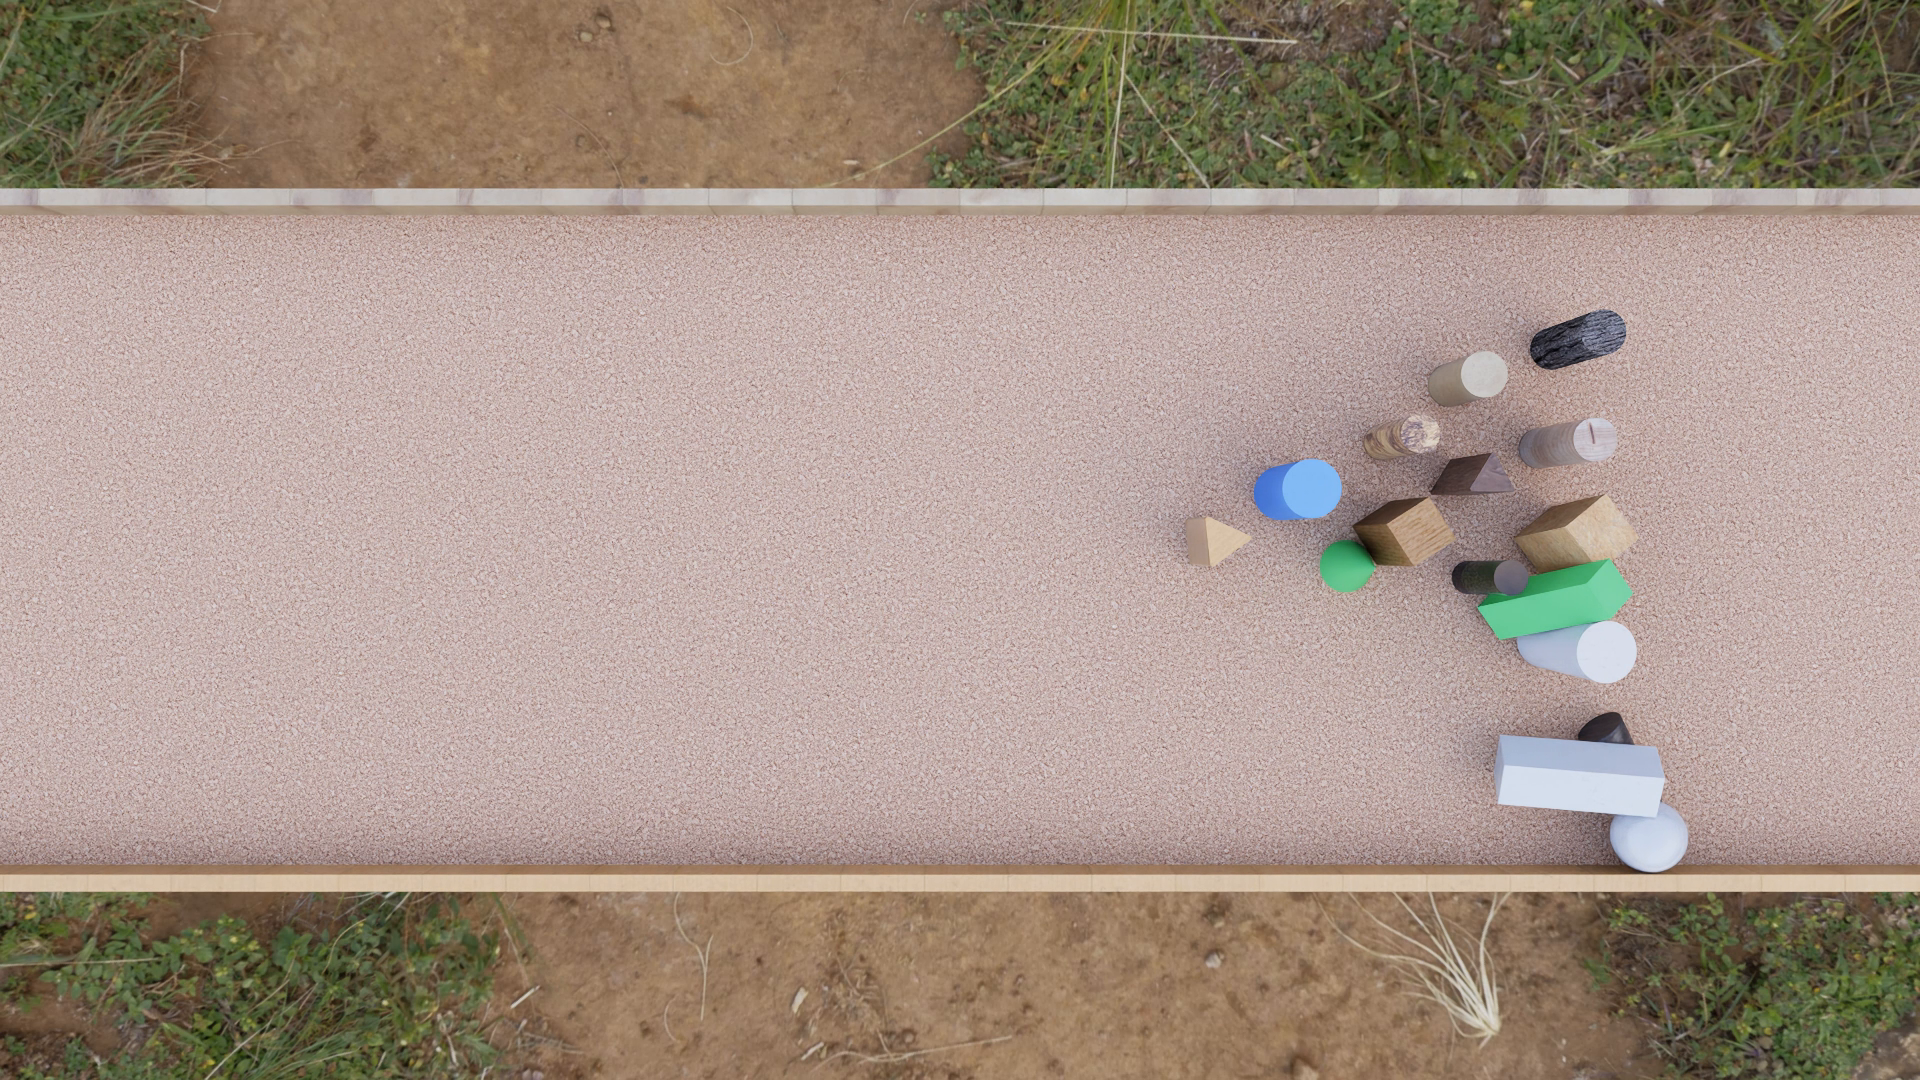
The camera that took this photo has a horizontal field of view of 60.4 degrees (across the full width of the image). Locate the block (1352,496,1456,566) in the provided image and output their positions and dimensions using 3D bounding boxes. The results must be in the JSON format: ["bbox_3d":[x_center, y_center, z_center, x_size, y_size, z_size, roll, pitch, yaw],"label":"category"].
[{"bbox_3d":[1.306,-0.023,4.872,0.143,0.408,0.143,-33,90,0],"label":"block"}]

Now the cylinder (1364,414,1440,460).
[{"bbox_3d":[1.297,-0.300,4.861,0.110,0.432,0.110,0,90,0],"label":"cylinder"}]

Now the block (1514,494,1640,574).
[{"bbox_3d":[1.827,-0.006,4.902,0.161,0.327,0.161,-37,90,-9],"label":"block"}]

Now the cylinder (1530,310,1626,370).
[{"bbox_3d":[1.819,-0.588,4.869,0.129,0.415,0.129,0,90,0],"label":"cylinder"}]

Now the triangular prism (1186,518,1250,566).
[{"bbox_3d":[0.731,-0.015,4.865,0.139,0.424,0.121,-36,90,0],"label":"triangular prism"}]

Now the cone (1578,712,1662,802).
[{"bbox_3d":[2.080,0.745,5.041,0.144,0.144,0.455,-38,99,0],"label":"cone"}]

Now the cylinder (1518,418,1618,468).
[{"bbox_3d":[1.780,-0.282,4.849,0.124,0.456,0.124,0,90,0],"label":"cylinder"}]

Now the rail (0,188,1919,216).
[{"bbox_3d":[-2.247,-1.025,5.002,12.000,0.150,0.050,0,90,0],"label":"rail"}]

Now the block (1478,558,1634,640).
[{"bbox_3d":[1.741,0.178,4.846,0.124,0.442,0.124,-39,97,-26],"label":"block"}]

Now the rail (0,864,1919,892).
[{"bbox_3d":[-2.247,1.025,5.001,12.000,0.150,0.050,0,90,0],"label":"rail"}]

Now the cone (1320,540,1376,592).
[{"bbox_3d":[1.186,0.080,4.886,0.161,0.379,0.161,0,90,1],"label":"cone"}]

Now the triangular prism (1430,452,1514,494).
[{"bbox_3d":[1.512,-0.195,4.878,0.125,0.397,0.108,1,90,0],"label":"triangular prism"}]

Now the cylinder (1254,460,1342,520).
[{"bbox_3d":[0.987,-0.144,4.850,0.166,0.453,0.166,0,90,0],"label":"cylinder"}]

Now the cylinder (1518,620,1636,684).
[{"bbox_3d":[1.816,0.311,4.873,0.178,0.392,0.178,0,92,-6],"label":"cylinder"}]

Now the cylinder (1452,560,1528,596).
[{"bbox_3d":[1.571,0.112,4.899,0.102,0.349,0.102,0,89,-3],"label":"cylinder"}]

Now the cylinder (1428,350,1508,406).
[{"bbox_3d":[1.507,-0.477,4.908,0.134,0.337,0.134,0,90,0],"label":"cylinder"}]

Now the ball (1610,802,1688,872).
[{"bbox_3d":[2.074,0.890,4.967,0.219,0.219,0.219,0,90,0],"label":"ball"}]

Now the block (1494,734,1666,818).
[{"bbox_3d":[1.847,0.705,4.937,0.450,0.148,0.148,3,122,10],"label":"block"}]
